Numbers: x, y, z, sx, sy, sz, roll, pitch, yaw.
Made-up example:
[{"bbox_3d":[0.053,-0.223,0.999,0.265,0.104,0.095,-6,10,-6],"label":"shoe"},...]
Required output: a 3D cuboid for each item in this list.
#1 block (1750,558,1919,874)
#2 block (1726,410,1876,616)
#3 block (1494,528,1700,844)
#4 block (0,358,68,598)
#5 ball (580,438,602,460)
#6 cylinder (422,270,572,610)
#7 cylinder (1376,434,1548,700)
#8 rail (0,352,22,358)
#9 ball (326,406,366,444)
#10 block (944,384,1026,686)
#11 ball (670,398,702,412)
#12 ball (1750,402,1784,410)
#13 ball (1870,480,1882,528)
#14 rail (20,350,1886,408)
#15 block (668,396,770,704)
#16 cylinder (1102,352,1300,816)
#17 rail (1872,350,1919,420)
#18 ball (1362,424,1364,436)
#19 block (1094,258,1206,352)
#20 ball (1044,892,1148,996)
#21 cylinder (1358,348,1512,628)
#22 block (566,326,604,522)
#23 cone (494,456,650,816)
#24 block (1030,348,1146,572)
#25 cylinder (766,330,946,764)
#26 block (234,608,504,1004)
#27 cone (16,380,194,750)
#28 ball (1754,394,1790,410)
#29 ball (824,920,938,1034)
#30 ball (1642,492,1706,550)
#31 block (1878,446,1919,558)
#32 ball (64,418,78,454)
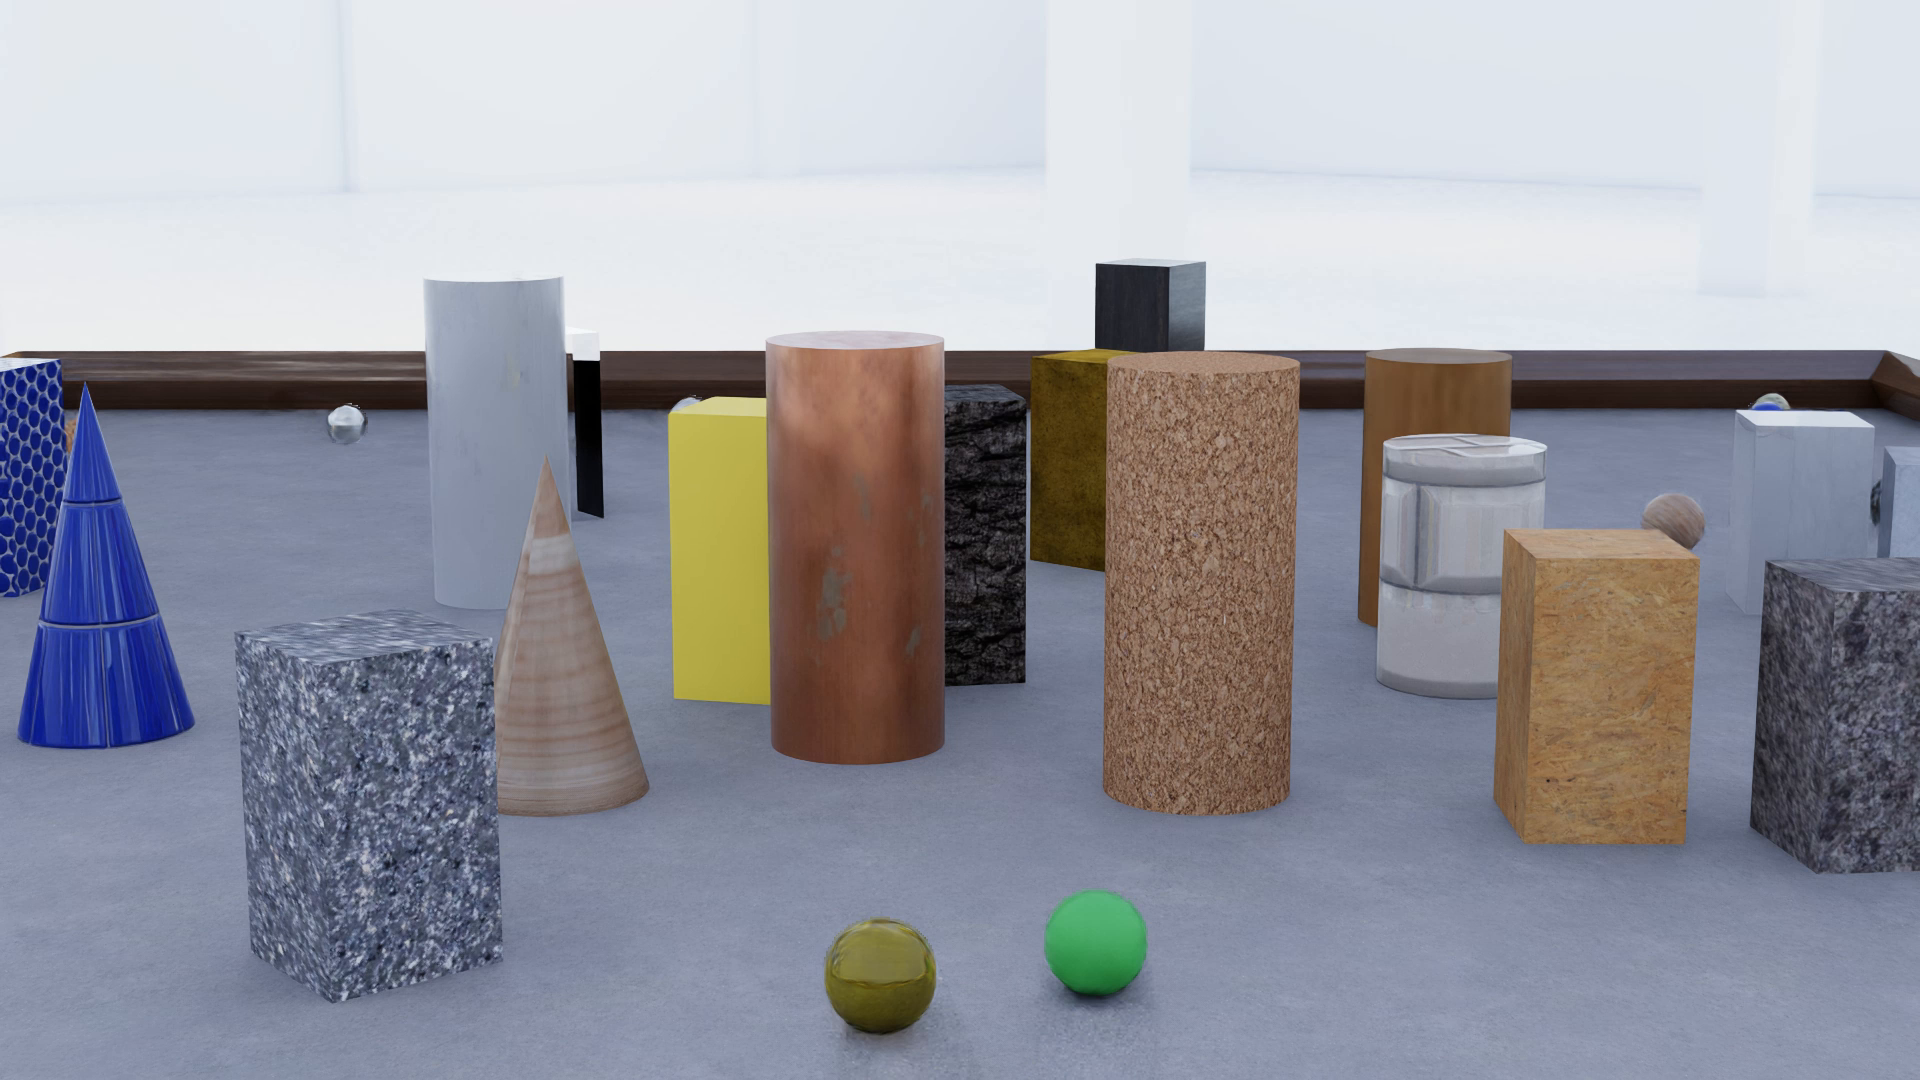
[{"bbox_3d":[0.846,0.160,2.388,0.151,0.261,0.151,-1,11,-6],"label":"block"},{"bbox_3d":[1.132,-0.038,3.465,0.151,0.255,0.151,1,11,6],"label":"block"},{"bbox_3d":[0.609,0.138,2.469,0.151,0.274,0.151,0,11,1],"label":"block"},{"bbox_3d":[-1.359,-0.091,3.593,0.151,0.313,0.151,2,11,12],"label":"block"},{"bbox_3d":[-0.683,-0.169,4.750,0.042,0.042,0.042,0,11,0],"label":"ball"},{"bbox_3d":[-0.630,-0.140,3.507,0.189,0.441,0.189,0,11,0],"label":"cylinder"},{"bbox_3d":[0.592,0.028,3.033,0.189,0.284,0.189,0,11,0],"label":"cylinder"},{"bbox_3d":[-1.957,0.034,3.438,0.045,0.123,4.065,0,11,0],"label":"rail"},{"bbox_3d":[-1.182,-0.221,4.941,0.075,0.075,0.075,0,11,0],"label":"ball"},{"bbox_3d":[-0.011,-0.008,3.076,0.151,0.339,0.151,-2,11,-11],"label":"block"},{"bbox_3d":[-0.522,-0.232,4.971,0.086,0.086,0.086,0,11,0],"label":"ball"},{"bbox_3d":[1.551,-0.224,4.932,0.083,0.083,0.083,0,11,0],"label":"ball"},{"bbox_3d":[1.466,-0.056,4.014,0.090,0.090,0.090,0,11,0],"label":"ball"},{"bbox_3d":[-0.012,-0.337,5.424,3.961,0.123,0.045,0,11,0],"label":"rail"},{"bbox_3d":[-0.239,0.010,2.996,0.151,0.333,0.151,3,11,15],"label":"block"},{"bbox_3d":[0.240,0.039,2.565,0.189,0.435,0.189,0,11,0],"label":"cylinder"},{"bbox_3d":[1.957,0.030,3.460,0.045,0.123,4.065,0,11,0],"label":"rail"},{"bbox_3d":[0.802,-0.210,4.894,0.070,0.070,0.070,0,11,0],"label":"ball"},{"bbox_3d":[0.352,-0.332,4.751,0.151,0.363,0.151,6,12,31],"label":"block"},{"bbox_3d":[0.107,0.319,2.027,0.082,0.082,0.082,0,11,0],"label":"ball"},{"bbox_3d":[0.622,-0.068,3.367,0.189,0.350,0.189,0,11,0],"label":"cylinder"},{"bbox_3d":[-0.680,-0.186,4.134,0.151,0.302,0.151,-7,13,-35],"label":"block"},{"bbox_3d":[-0.410,0.083,2.569,0.189,0.346,0.189,0,11,0],"label":"cone"},{"bbox_3d":[0.210,-0.120,3.780,0.151,0.302,0.151,9,14,40],"label":"block"},{"bbox_3d":[-0.111,0.004,2.745,0.189,0.438,0.189,0,11,0],"label":"cylinder"},{"bbox_3d":[-0.481,0.210,2.090,0.151,0.272,0.151,-8,14,-38],"label":"block"},{"bbox_3d":[-0.945,0.018,2.806,0.189,0.387,0.189,0,11,0],"label":"cone"},{"bbox_3d":[1.629,-0.259,5.150,0.072,0.072,0.072,0,11,0],"label":"ball"},{"bbox_3d":[-0.060,0.331,1.947,0.086,0.086,0.086,0,11,0],"label":"ball"},{"bbox_3d":[1.067,-0.024,3.836,0.093,0.093,0.093,0,11,0],"label":"ball"},{"bbox_3d":[1.216,0.022,3.157,0.151,0.251,0.151,3,11,14],"label":"block"},{"bbox_3d":[-1.636,-0.191,4.780,0.074,0.074,0.074,0,11,0],"label":"ball"}]
